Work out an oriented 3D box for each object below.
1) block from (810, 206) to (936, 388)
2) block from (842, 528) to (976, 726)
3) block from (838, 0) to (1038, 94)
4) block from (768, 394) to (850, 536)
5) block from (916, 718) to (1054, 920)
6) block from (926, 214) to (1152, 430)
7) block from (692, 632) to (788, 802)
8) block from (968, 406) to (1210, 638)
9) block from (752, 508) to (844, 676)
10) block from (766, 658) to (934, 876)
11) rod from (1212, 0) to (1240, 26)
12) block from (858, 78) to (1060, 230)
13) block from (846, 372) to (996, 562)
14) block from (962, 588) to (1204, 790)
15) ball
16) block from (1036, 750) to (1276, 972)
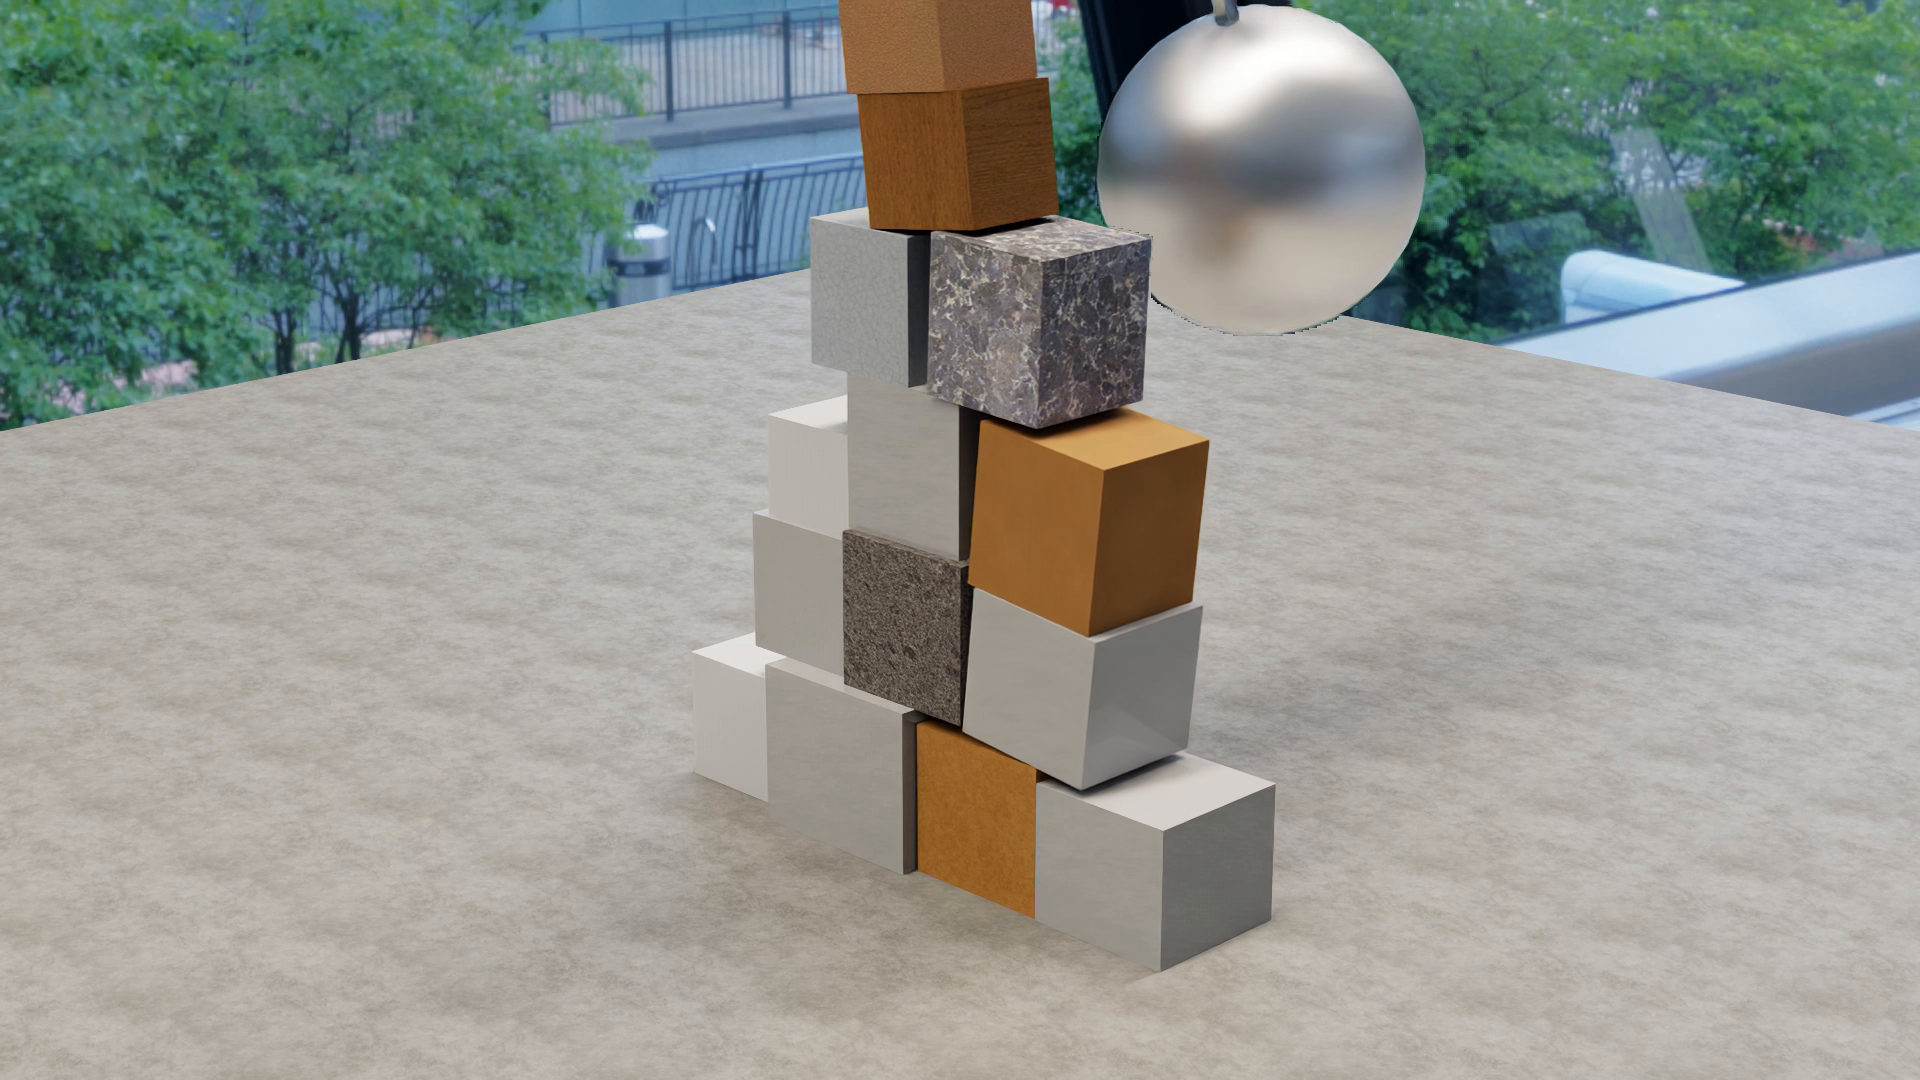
[{"bbox_3d":[-0.230,-1.125,13.249,0.632,0.672,0.629,17,24,42],"label":"block"},{"bbox_3d":[-0.017,0.319,13.452,0.762,0.743,0.708,17,24,42],"label":"block"},{"bbox_3d":[-0.107,-2.303,12.727,0.570,0.656,0.610,-17,17,-43],"label":"block"},{"bbox_3d":[-0.499,-0.351,13.784,0.545,0.486,0.597,-17,24,-42],"label":"block"},{"bbox_3d":[0.332,1.179,13.392,0.746,0.721,0.746,-17,24,-42],"label":"block"},{"bbox_3d":[0.337,-0.964,12.679,0.667,0.724,0.667,-17,26,-42],"label":"block"},{"bbox_3d":[-0.858,0.864,14.526,0.619,0.641,0.696,-17,24,-42],"label":"block"},{"bbox_3d":[0.553,-0.121,12.717,0.676,0.757,0.721,-17,30,-43],"label":"block"},{"bbox_3d":[-0.522,0.195,13.971,0.620,0.669,0.683,-17,24,-42],"label":"block"},{"bbox_3d":[-0.291,0.972,13.932,0.847,0.791,0.932,-17,24,-42],"label":"block"},{"bbox_3d":[0.636,-4.595,12.564,0.080,5.200,0.080,17,44,42],"label":"rod"},{"bbox_3d":[-0.007,-1.687,12.801,0.534,0.591,0.647,-17,17,-42],"label":"block"},{"bbox_3d":[-0.034,-0.397,13.272,0.713,0.731,0.631,17,24,42],"label":"block"},{"bbox_3d":[0.538,0.569,12.947,0.701,0.694,0.723,-17,30,-43],"label":"block"},{"bbox_3d":[1.467,-1.801,14.313,1.600,1.600,1.600,0,17,0],"label":"ball"},{"bbox_3d":[0.855,1.373,12.888,0.742,0.652,0.737,-17,24,-42],"label":"block"}]
